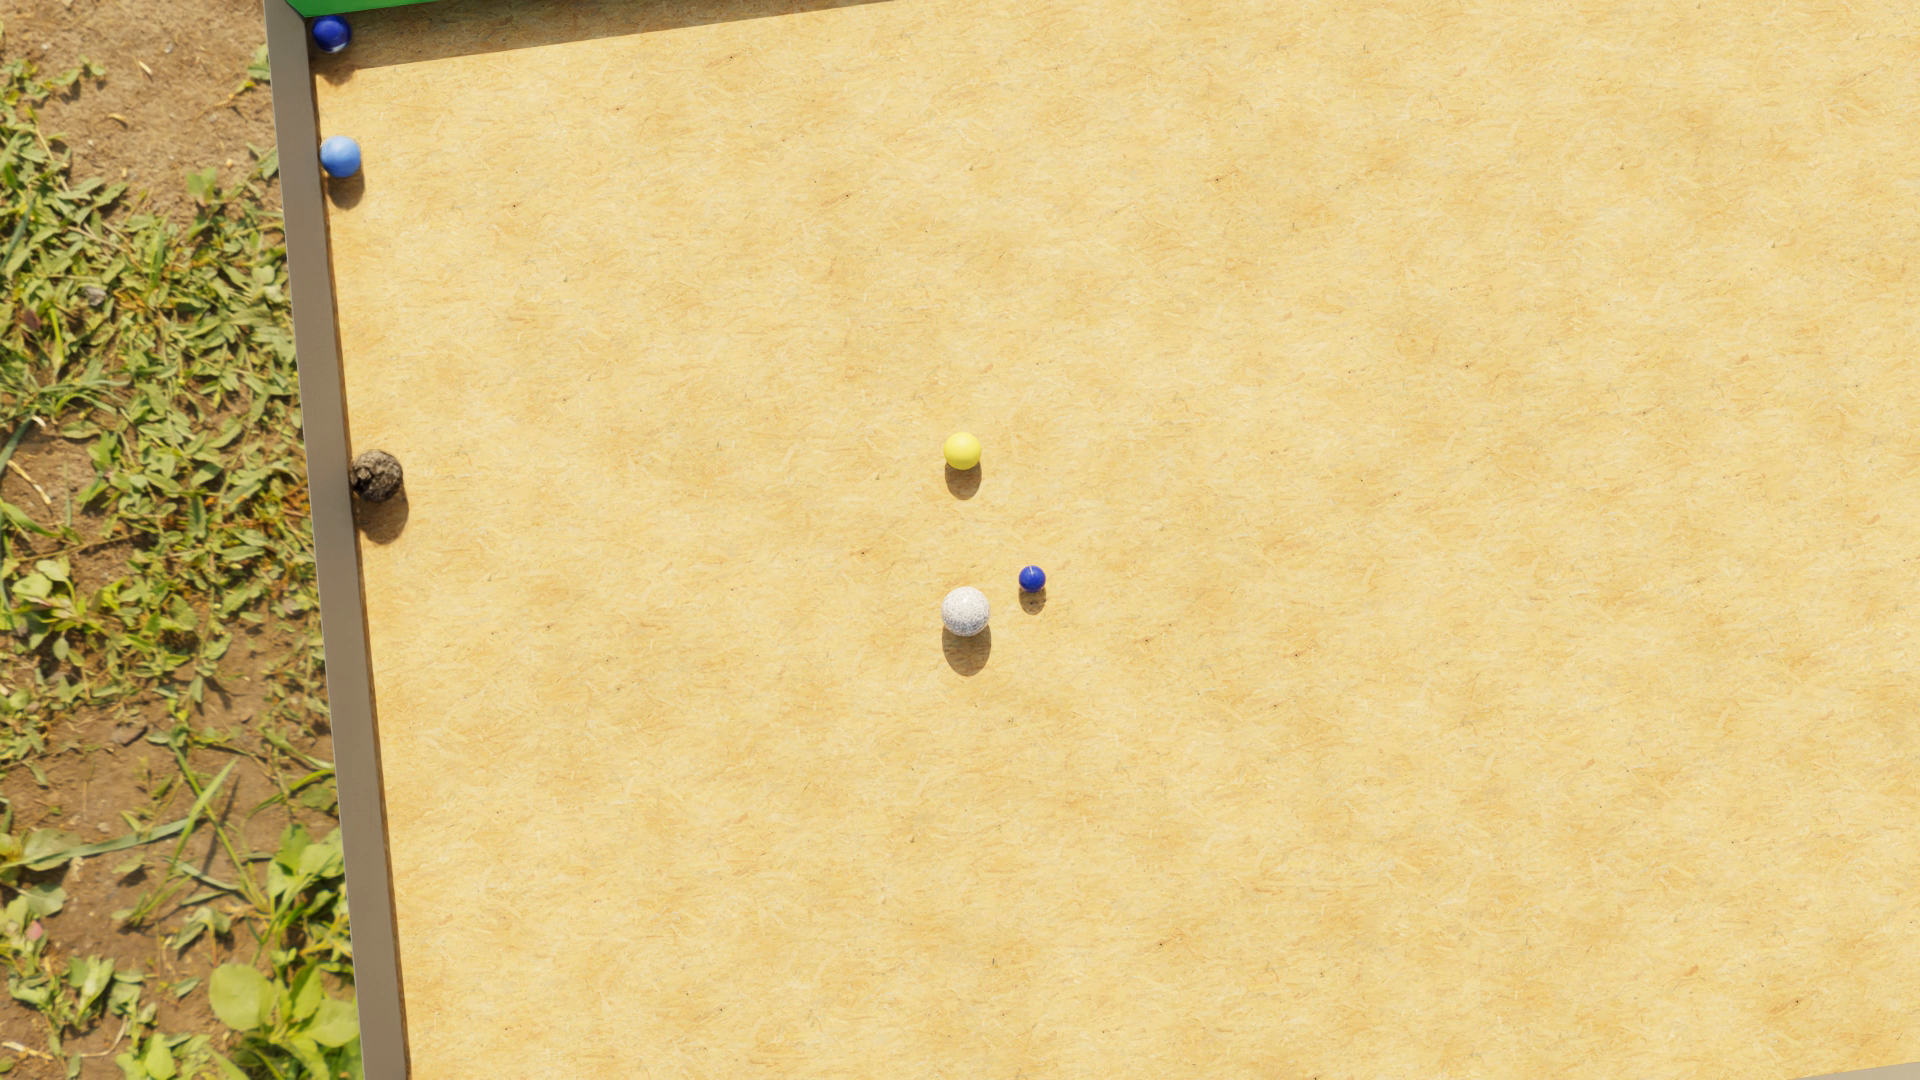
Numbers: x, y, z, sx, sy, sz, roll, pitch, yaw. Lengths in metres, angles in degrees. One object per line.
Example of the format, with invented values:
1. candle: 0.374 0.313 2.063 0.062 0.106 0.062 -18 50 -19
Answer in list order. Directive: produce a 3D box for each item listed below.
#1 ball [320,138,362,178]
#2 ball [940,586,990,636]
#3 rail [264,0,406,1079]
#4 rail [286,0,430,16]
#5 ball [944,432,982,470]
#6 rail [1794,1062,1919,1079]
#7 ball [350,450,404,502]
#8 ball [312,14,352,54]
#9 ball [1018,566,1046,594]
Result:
1. ball: -0.945 -0.584 3.357 0.061 0.061 0.061 0 82 0
2. ball: 0.008 0.106 3.250 0.075 0.075 0.075 0 82 0
3. rail: -0.901 0.117 3.230 0.045 0.108 1.956 -8 82 -1
4. rail: 0.797 -1.062 3.401 3.730 0.108 0.045 -8 82 -1
5. ball: 0.004 -0.133 3.293 0.057 0.057 0.057 0 82 0
6. rail: 1.051 0.809 3.130 3.730 0.108 0.045 -8 82 -1
7. ball: -0.870 -0.094 3.277 0.078 0.078 0.078 0 82 0
8. ball: -0.967 -0.780 3.385 0.060 0.060 0.060 0 82 0
9. ball: 0.107 0.058 3.273 0.042 0.042 0.042 0 82 0
